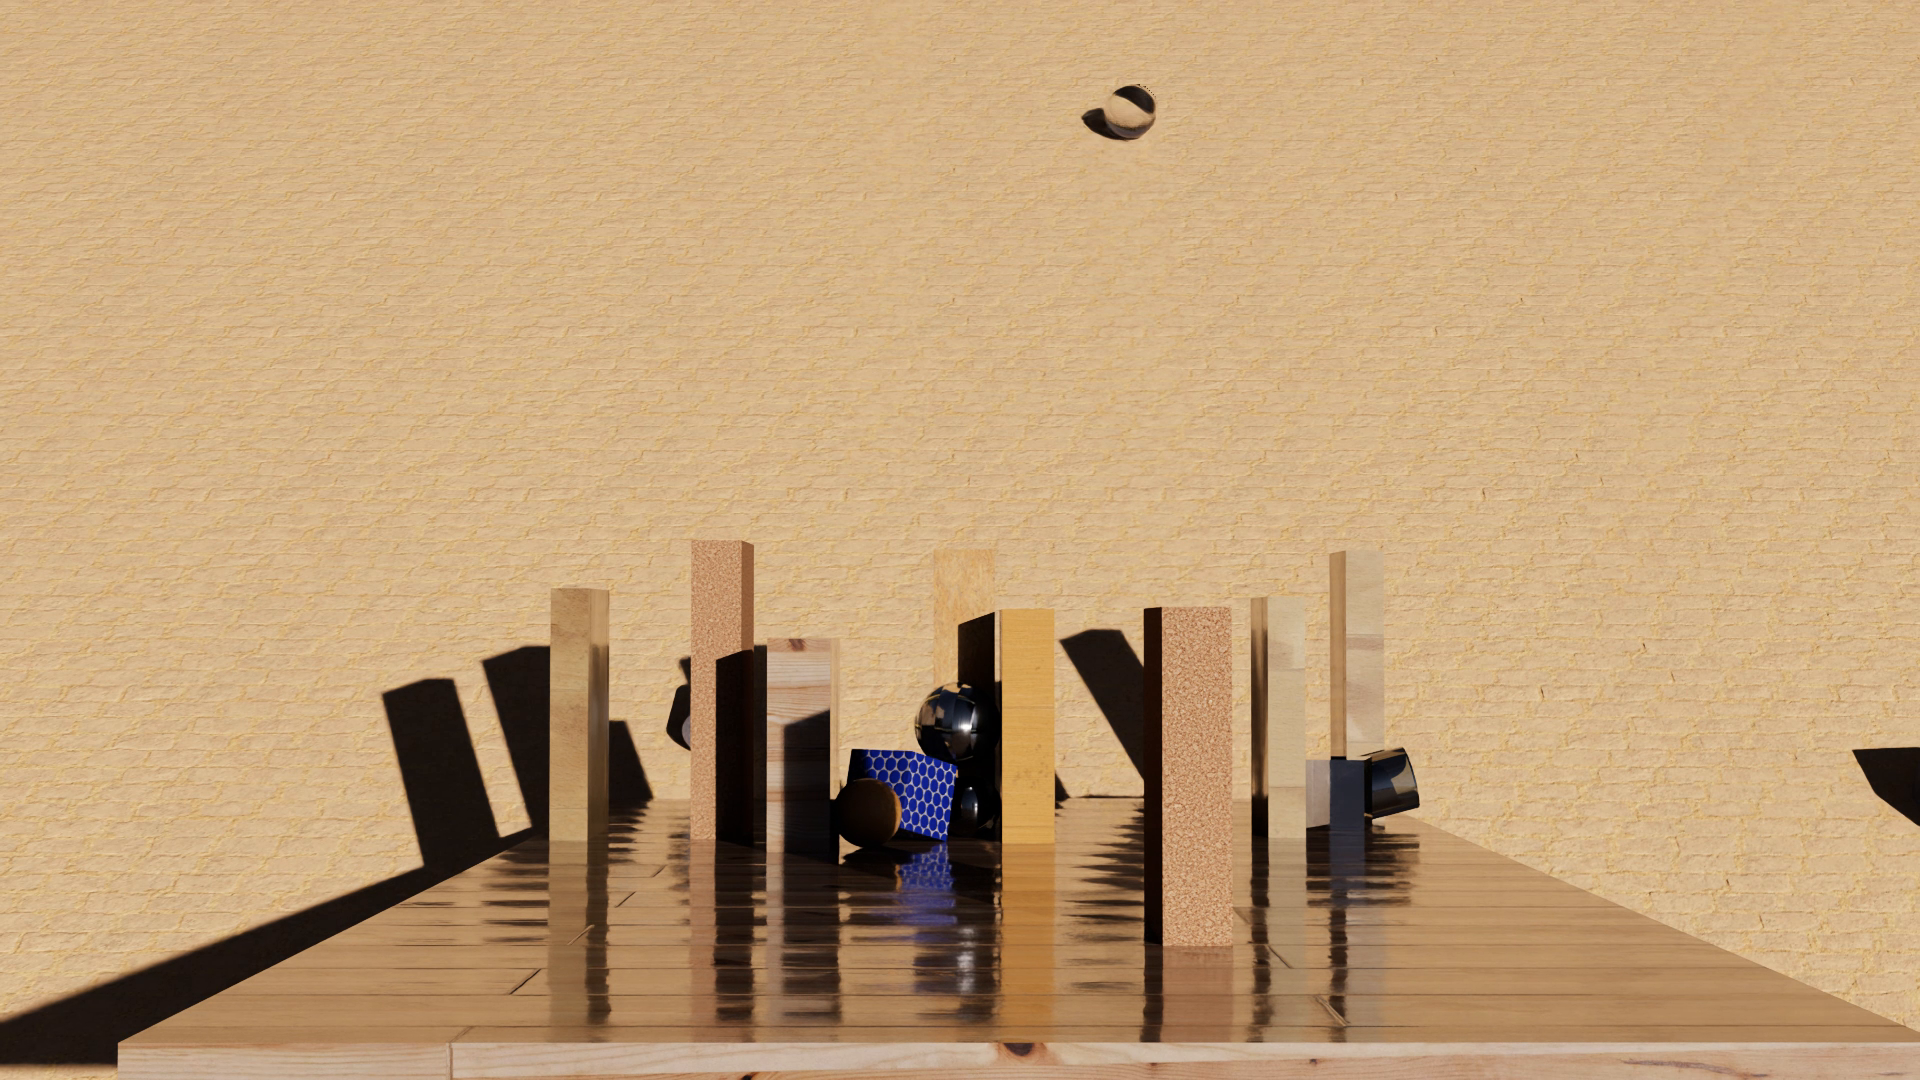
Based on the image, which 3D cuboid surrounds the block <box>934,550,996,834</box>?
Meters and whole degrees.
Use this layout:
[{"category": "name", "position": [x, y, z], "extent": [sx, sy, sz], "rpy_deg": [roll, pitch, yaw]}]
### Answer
[{"category": "block", "position": [0.009, 0.337, 5.854], "extent": [0.134, 0.623, 0.353], "rpy_deg": [0, -2, 0]}]

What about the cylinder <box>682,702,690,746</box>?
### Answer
[{"category": "cylinder", "position": [-0.668, 0.479, 7.127], "extent": [0.163, 0.163, 0.163], "rpy_deg": [3, 35, 4]}]

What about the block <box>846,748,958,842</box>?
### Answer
[{"category": "block", "position": [-0.129, 0.539, 5.496], "extent": [0.162, 0.162, 0.162], "rpy_deg": [-1, -16, 37]}]

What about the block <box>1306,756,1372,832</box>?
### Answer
[{"category": "block", "position": [0.840, 0.570, 5.851], "extent": [0.158, 0.158, 0.158], "rpy_deg": [-1, -2, 15]}]

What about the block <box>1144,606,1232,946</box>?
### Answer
[{"category": "block", "position": [0.339, 0.343, 3.903], "extent": [0.100, 0.483, 0.377], "rpy_deg": [0, -2, 0]}]

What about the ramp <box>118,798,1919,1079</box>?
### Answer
[{"category": "ramp", "position": [0.078, 0.666, 4.842], "extent": [2.000, 0.100, 4.000], "rpy_deg": [0, -2, 0]}]

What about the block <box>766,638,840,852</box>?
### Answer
[{"category": "block", "position": [-0.326, 0.421, 5.453], "extent": [0.128, 0.430, 0.417], "rpy_deg": [0, -2, 0]}]

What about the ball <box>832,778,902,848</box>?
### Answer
[{"category": "ball", "position": [-0.190, 0.560, 5.337], "extent": [0.143, 0.143, 0.143], "rpy_deg": [0, 35, 0]}]

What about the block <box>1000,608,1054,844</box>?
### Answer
[{"category": "block", "position": [0.143, 0.396, 5.629], "extent": [0.110, 0.491, 0.351], "rpy_deg": [0, -2, 0]}]

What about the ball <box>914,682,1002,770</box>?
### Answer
[{"category": "ball", "position": [-0.005, 0.399, 5.582], "extent": [0.187, 0.187, 0.187], "rpy_deg": [0, 35, 0]}]

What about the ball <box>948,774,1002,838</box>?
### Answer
[{"category": "ball", "position": [0.021, 0.573, 5.603], "extent": [0.135, 0.135, 0.135], "rpy_deg": [0, 35, 0]}]

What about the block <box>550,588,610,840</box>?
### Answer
[{"category": "block", "position": [-0.832, 0.376, 5.697], "extent": [0.080, 0.536, 0.335], "rpy_deg": [0, -2, 0]}]

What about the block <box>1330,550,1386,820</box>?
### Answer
[{"category": "block", "position": [0.947, 0.344, 6.204], "extent": [0.089, 0.631, 0.266], "rpy_deg": [0, -2, 0]}]

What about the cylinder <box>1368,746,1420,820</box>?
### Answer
[{"category": "cylinder", "position": [0.967, 0.565, 5.991], "extent": [0.146, 0.146, 0.146], "rpy_deg": [-14, 36, 0]}]

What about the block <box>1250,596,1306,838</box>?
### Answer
[{"category": "block", "position": [0.703, 0.386, 5.757], "extent": [0.080, 0.518, 0.329], "rpy_deg": [0, -2, 0]}]

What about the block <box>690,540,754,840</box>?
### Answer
[{"category": "block", "position": [-0.523, 0.325, 5.735], "extent": [0.107, 0.639, 0.342], "rpy_deg": [0, -2, 0]}]

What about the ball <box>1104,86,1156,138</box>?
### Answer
[{"category": "ball", "position": [0.665, -1.670, 10.140], "extent": [0.205, 0.205, 0.205], "rpy_deg": [0, 35, 0]}]

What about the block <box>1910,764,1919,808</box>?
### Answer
[{"category": "block", "position": [2.655, 0.654, 6.857], "extent": [0.187, 0.187, 0.187], "rpy_deg": [-2, 35, -3]}]
